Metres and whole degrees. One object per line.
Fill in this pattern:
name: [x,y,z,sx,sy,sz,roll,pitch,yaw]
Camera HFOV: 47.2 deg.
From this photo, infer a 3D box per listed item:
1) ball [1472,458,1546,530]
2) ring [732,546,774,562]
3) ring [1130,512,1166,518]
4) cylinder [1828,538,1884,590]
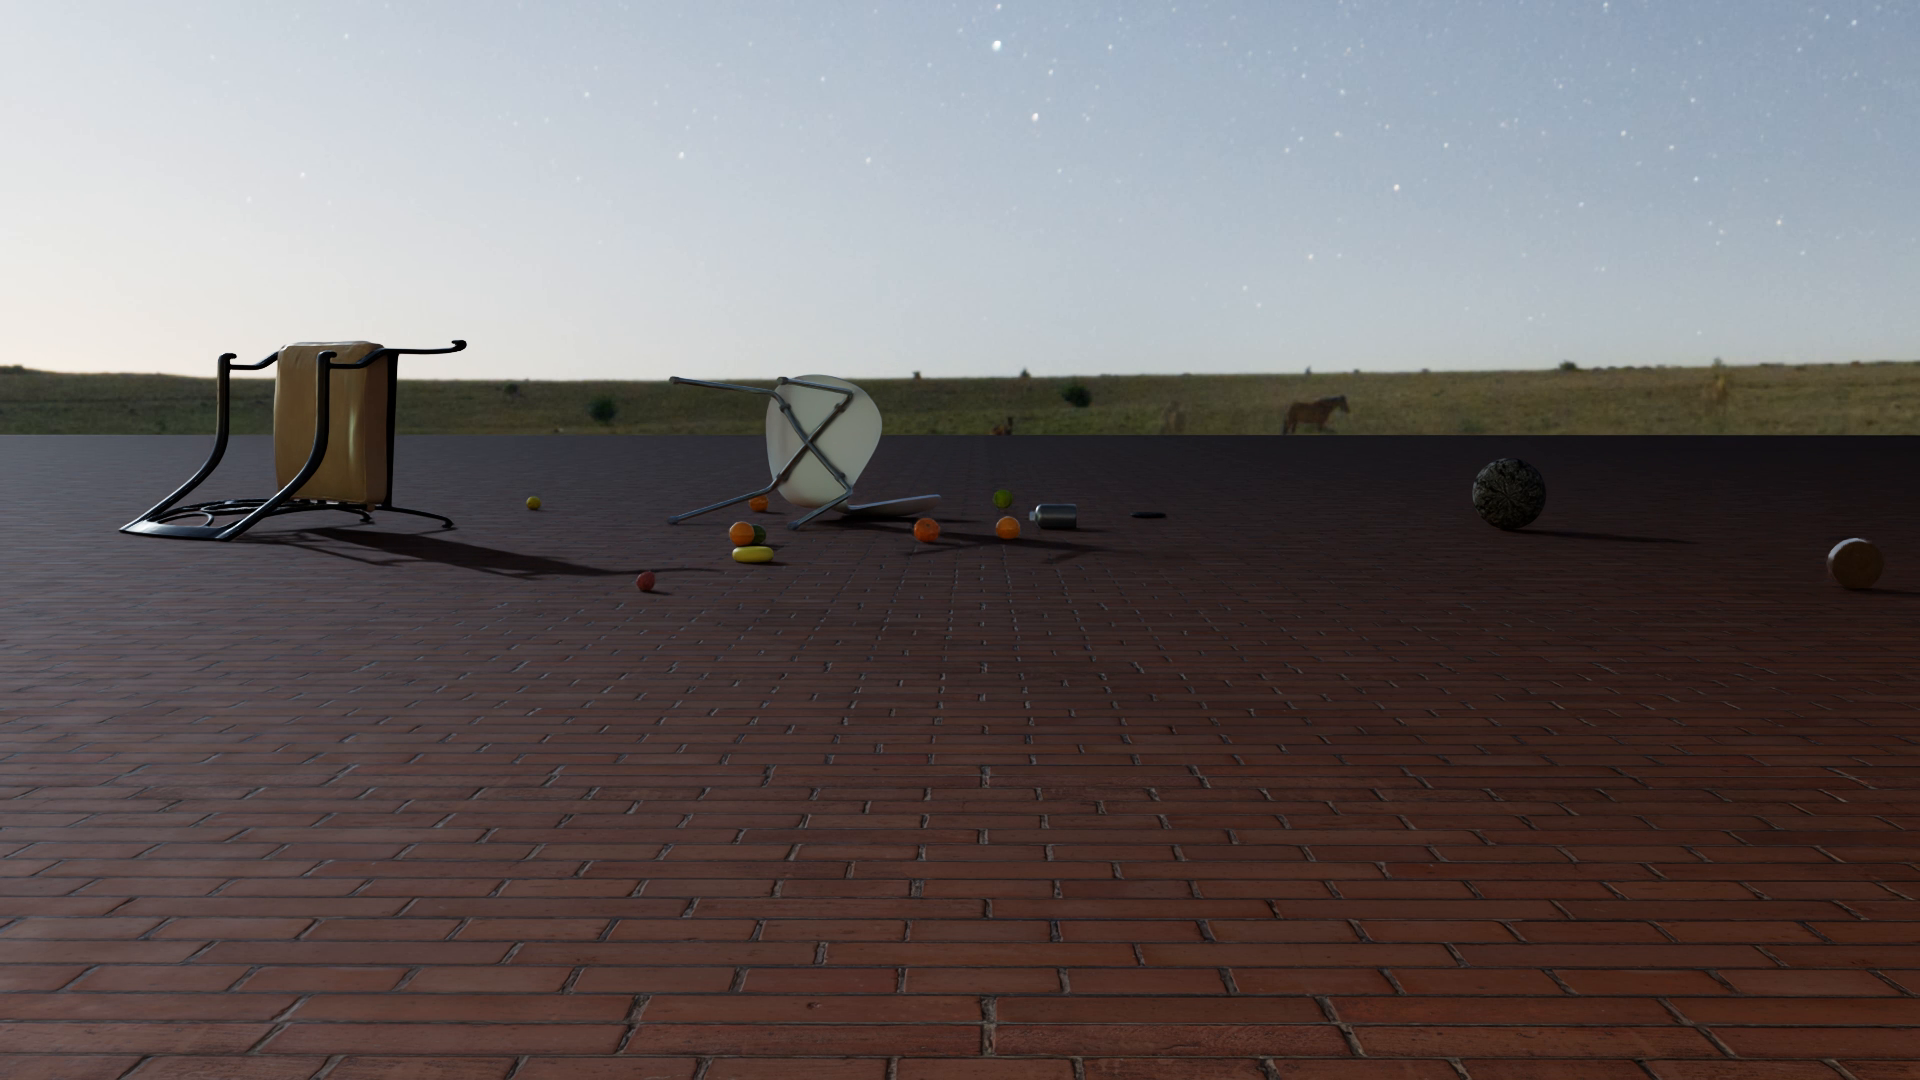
ball: [1.754,-0.148,7.020,0.230,0.230,0.230,0,4,0]
ring: [-0.539,0.038,5.726,0.104,0.037,0.127,-3,4,-29]
ring: [0.661,-0.089,7.722,0.125,0.016,0.137,1,4,10]
cylinder: [2.019,0.054,4.960,0.106,0.112,0.074,40,12,8]
